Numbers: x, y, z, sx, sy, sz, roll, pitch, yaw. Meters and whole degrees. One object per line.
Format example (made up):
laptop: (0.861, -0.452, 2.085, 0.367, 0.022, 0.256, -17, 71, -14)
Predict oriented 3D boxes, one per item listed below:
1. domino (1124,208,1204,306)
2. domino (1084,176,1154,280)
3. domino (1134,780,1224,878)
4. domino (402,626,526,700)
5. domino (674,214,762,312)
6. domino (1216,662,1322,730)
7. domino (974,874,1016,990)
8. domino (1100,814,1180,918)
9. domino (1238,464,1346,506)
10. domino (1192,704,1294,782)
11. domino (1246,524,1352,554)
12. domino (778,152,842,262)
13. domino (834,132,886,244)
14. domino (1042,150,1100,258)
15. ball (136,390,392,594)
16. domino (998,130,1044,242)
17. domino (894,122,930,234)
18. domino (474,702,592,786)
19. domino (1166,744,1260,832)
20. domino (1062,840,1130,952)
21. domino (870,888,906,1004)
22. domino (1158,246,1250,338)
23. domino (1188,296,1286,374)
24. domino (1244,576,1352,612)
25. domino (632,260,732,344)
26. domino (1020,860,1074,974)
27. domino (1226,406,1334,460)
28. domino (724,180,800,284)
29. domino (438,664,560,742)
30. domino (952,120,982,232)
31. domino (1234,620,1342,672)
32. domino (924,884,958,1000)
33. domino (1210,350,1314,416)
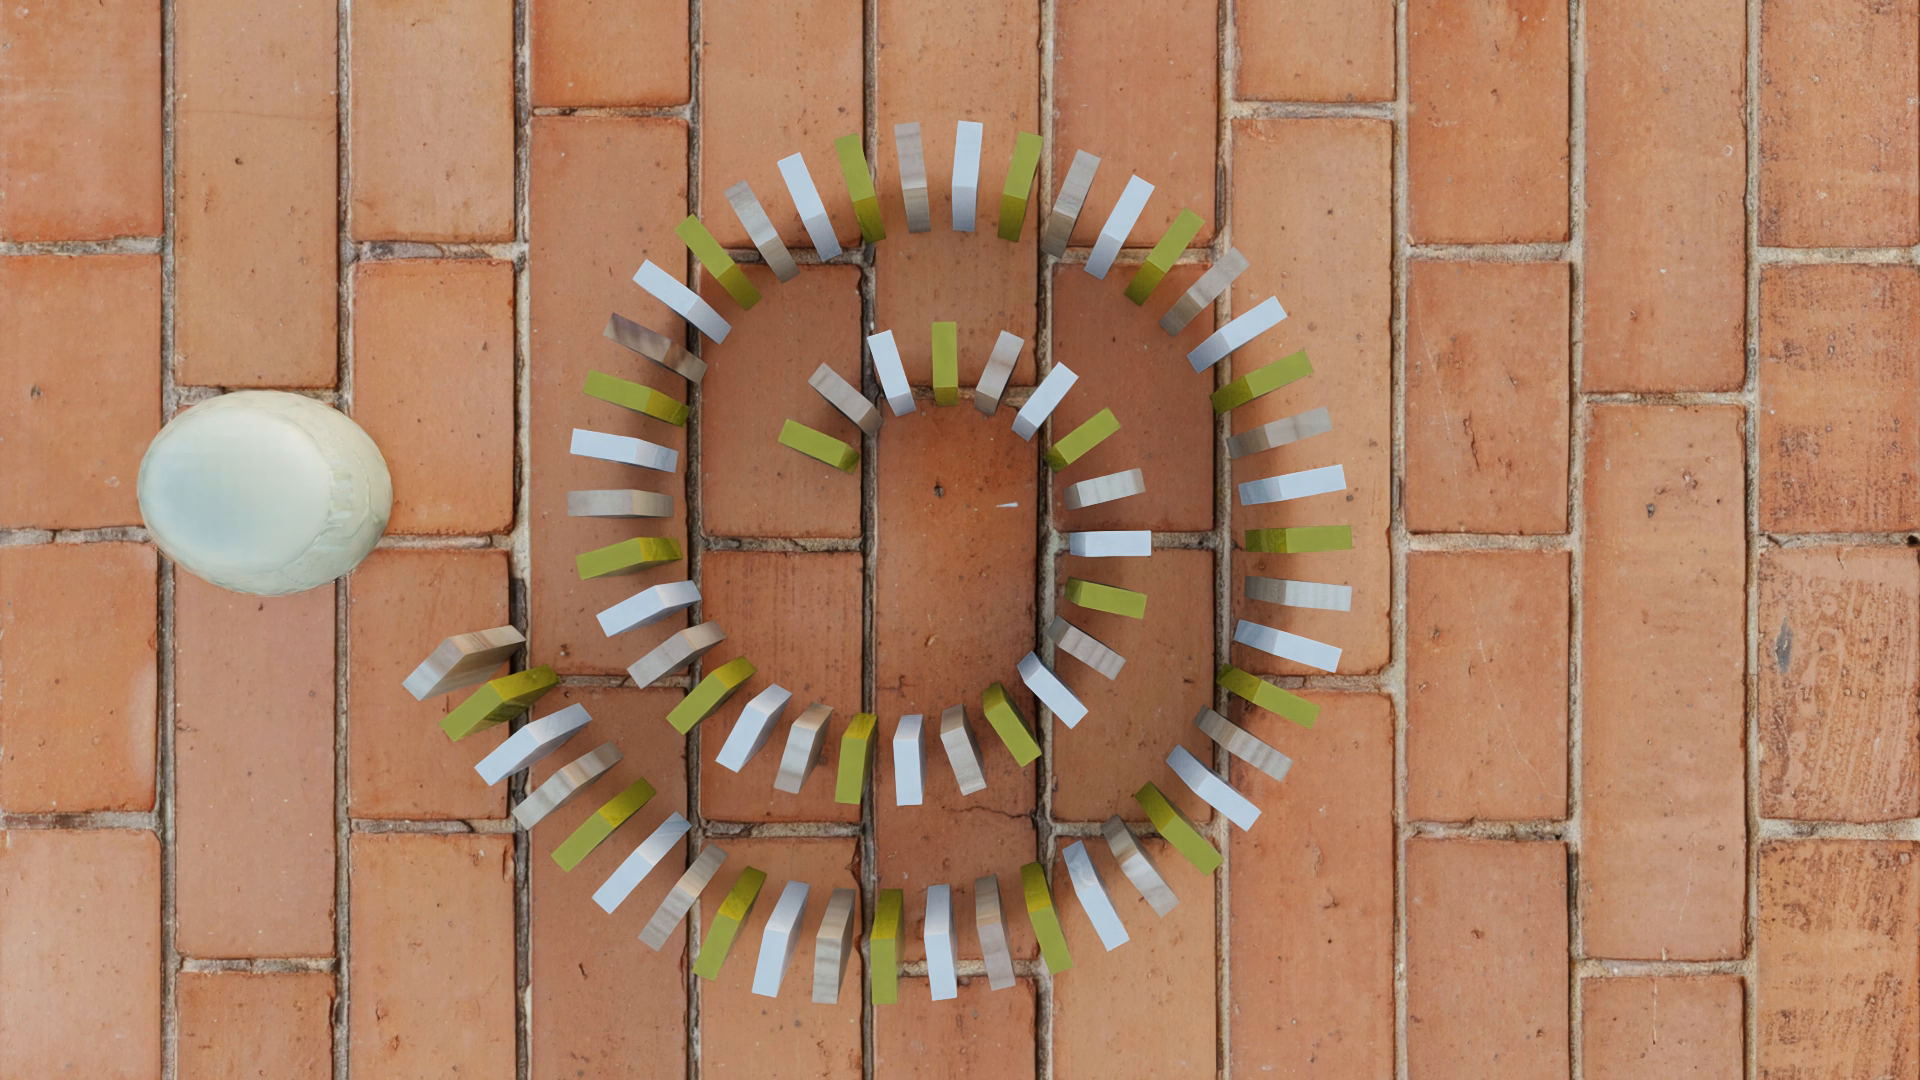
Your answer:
domino: (0.082, -0.115, 0.375, 0.009, 0.050, 0.025, 37, 90, 0)
domino: (0.064, -0.126, 0.375, 0.010, 0.050, 0.025, 29, 90, 0)
domino: (0.088, 0.117, 0.375, 0.025, 0.050, 0.010, 43, 90, 0)
domino: (-0.201, 0.049, 0.375, 0.010, 0.050, 0.025, 45, 90, 0)
domino: (-0.098, -0.112, 0.375, 0.009, 0.050, 0.025, -41, 90, 0)
domino: (0.125, 0.063, 0.375, 0.025, 0.050, 0.010, 25, 90, 0)
domino: (0.014, 0.159, 0.375, 0.009, 0.050, 0.025, -13, 90, 0)
domino: (0.073, 0.132, 0.375, 0.010, 0.050, 0.025, -39, 90, 0)
domino: (0.134, -0.022, 0.375, 0.025, 0.050, 0.009, -11, 90, 0)
domino: (0.115, 0.082, 0.375, 0.025, 0.050, 0.009, 31, 90, 0)
domino: (0.137, 0.000, 0.375, 0.025, 0.050, 0.009, -4, 90, 0)
domino: (-0.061, -0.135, 0.375, 0.010, 0.050, 0.025, -24, 90, 0)
domino: (-0.040, -0.142, 0.375, 0.010, 0.050, 0.025, -16, 90, 0)
domino: (0.045, -0.136, 0.375, 0.009, 0.050, 0.025, 23, 90, 0)
ball: (-0.270, -0.019, 0.360, 0.080, 0.080, 0.080, 0, 90, 0)
domino: (0.024, -0.143, 0.375, 0.010, 0.050, 0.025, 15, 90, 0)
domino: (-0.019, -0.147, 0.375, 0.010, 0.050, 0.025, -7, 90, 0)
domino: (-0.173, 0.083, 0.375, 0.025, 0.050, 0.010, -40, 90, 0)
domino: (0.102, 0.100, 0.375, 0.025, 0.050, 0.010, 37, 90, 0)
domino: (0.055, 0.144, 0.375, 0.009, 0.050, 0.025, -29, 90, 0)
domino: (-0.029, 0.165, 0.375, 0.009, 0.050, 0.025, -2, 90, 0)
domino: (0.099, -0.100, 0.375, 0.025, 0.050, 0.009, -44, 90, 0)
domino: (0.112, -0.083, 0.375, 0.025, 0.050, 0.010, -32, 90, 0)
domino: (0.137, 0.021, 0.375, 0.025, 0.050, 0.010, 5, 90, 0)
domino: (-0.112, -0.096, 0.375, 0.025, 0.050, 0.010, 35, 90, 0)
domino: (0.035, 0.153, 0.375, 0.010, 0.050, 0.025, -20, 90, 0)
domino: (0.129, -0.043, 0.375, 0.025, 0.050, 0.010, -17, 90, 0)
domino: (-0.080, -0.125, 0.375, 0.009, 0.050, 0.025, -31, 90, 0)
domino: (-0.187, 0.066, 0.375, 0.025, 0.050, 0.009, -40, 90, 0)
domino: (0.003, -0.147, 0.375, 0.010, 0.050, 0.025, 6, 90, 0)
domino: (0.133, 0.043, 0.375, 0.025, 0.050, 0.010, 17, 90, 0)
domino: (-0.007, 0.163, 0.375, 0.010, 0.050, 0.025, -8, 90, 0)
domino: (0.122, -0.064, 0.375, 0.025, 0.050, 0.009, -23, 90, 0)
